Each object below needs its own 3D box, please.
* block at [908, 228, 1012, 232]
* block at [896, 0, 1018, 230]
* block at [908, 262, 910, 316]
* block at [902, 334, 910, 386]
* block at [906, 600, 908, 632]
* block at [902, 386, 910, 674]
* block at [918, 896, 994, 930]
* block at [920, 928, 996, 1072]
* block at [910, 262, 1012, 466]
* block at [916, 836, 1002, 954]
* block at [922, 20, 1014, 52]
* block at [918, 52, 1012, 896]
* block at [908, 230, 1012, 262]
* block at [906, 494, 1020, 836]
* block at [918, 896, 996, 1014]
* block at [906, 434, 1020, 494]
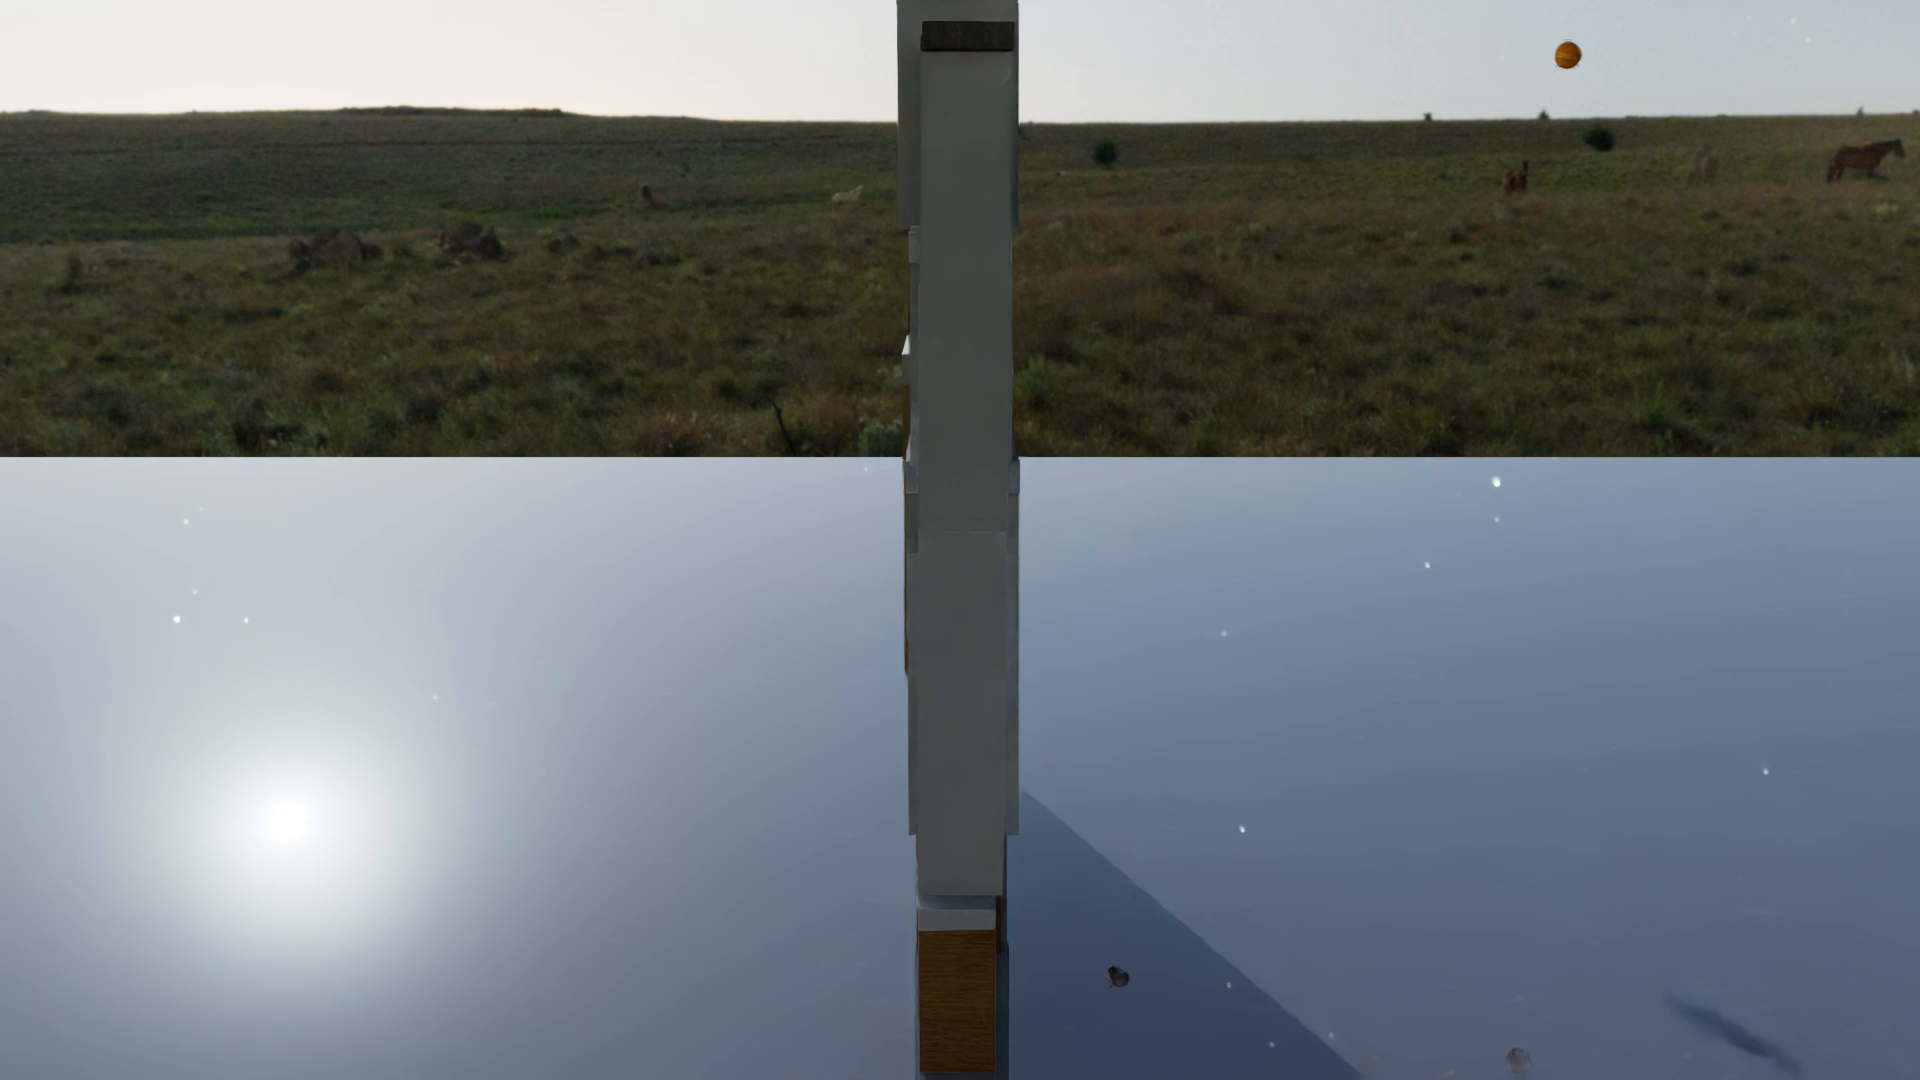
[{"bbox_3d":[-0.001,-0.573,3.860,0.174,0.049,0.347,0,11,0],"label":"block"},{"bbox_3d":[-0.003,-0.613,3.048,0.167,0.359,0.047,0,10,-1],"label":"block"},{"bbox_3d":[0.000,-0.357,3.783,0.174,0.347,0.049,0,11,0],"label":"block"},{"bbox_3d":[-0.004,-0.286,3.474,0.166,0.047,0.332,0,10,0],"label":"block"},{"bbox_3d":[-0.001,0.049,3.307,0.158,0.315,0.045,0,10,0],"label":"block"},{"bbox_3d":[-0.004,-0.019,3.411,0.166,0.455,0.047,0,11,0],"label":"block"},{"bbox_3d":[-0.004,0.488,3.012,0.101,0.029,0.202,0,9,0],"label":"block"},{"bbox_3d":[-0.004,0.617,2.969,0.101,0.202,0.029,0,11,0],"label":"block"},{"bbox_3d":[0.001,-0.240,2.987,0.137,0.274,0.039,0,13,-1],"label":"block"},{"bbox_3d":[-0.001,0.510,3.390,0.130,0.259,0.037,0,11,0],"label":"block"},{"bbox_3d":[0.008,-0.651,2.860,0.116,0.033,0.231,1,10,-1],"label":"block"},{"bbox_3d":[0.004,-0.070,2.883,0.116,1.112,0.033,0,10,-1],"label":"block"},{"bbox_3d":[0.000,-0.410,3.043,0.137,0.039,0.274,0,10,0],"label":"block"},{"bbox_3d":[0.005,0.173,3.122,0.157,0.497,0.045,0,9,0],"label":"block"},{"bbox_3d":[-0.005,0.570,3.162,0.113,0.225,0.032,0,11,0],"label":"block"},{"bbox_3d":[0.003,-0.112,3.182,0.158,0.045,0.315,0,10,0],"label":"block"}]
